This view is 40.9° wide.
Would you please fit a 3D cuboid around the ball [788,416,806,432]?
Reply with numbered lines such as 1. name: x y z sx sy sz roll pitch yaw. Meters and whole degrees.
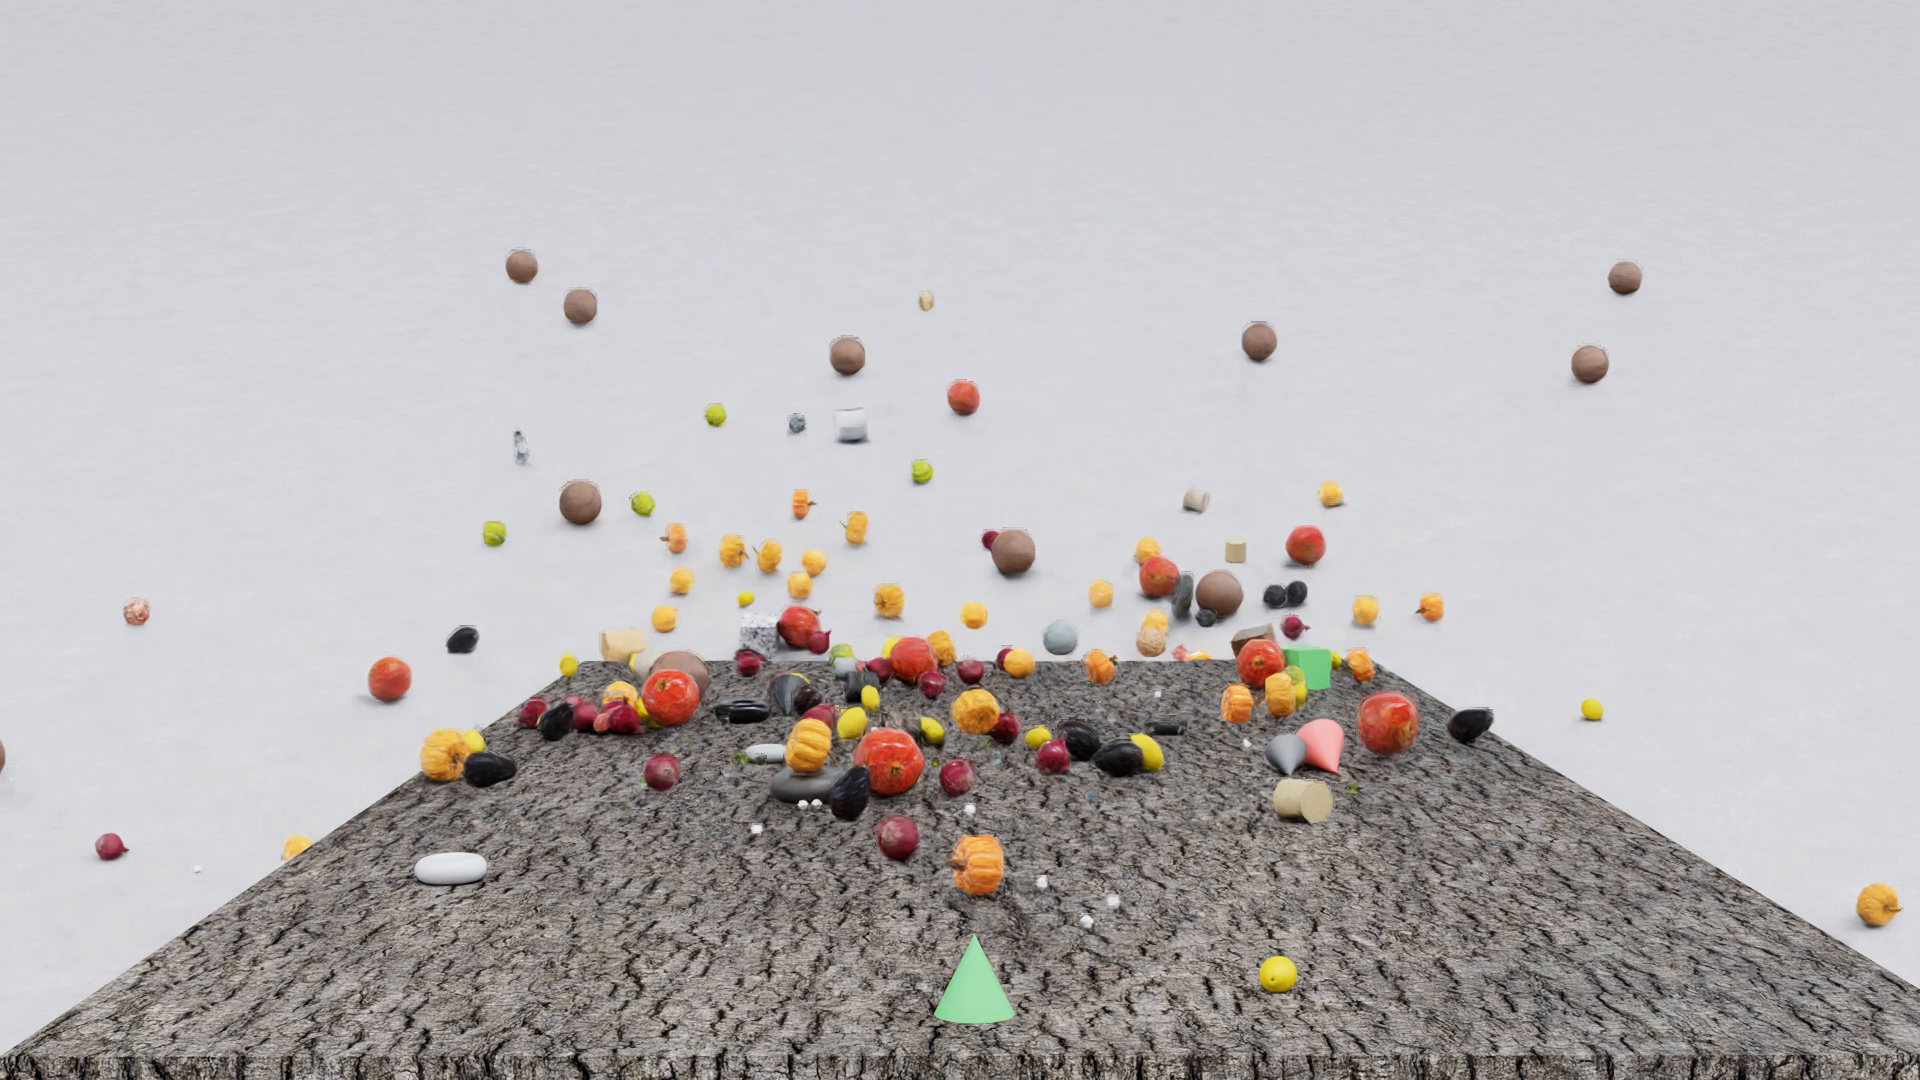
1. ball: -0.534 -0.378 8.421 0.055 0.055 0.055 0 22 0

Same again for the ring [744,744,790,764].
1. ring: -0.349 0.387 4.656 0.083 0.028 0.083 -1 4 0

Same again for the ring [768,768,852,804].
1. ring: -0.244 0.401 4.204 0.138 0.046 0.138 -1 4 0

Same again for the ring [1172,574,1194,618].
1. ring: 0.605 0.153 6.987 0.042 0.125 0.125 12 22 -3

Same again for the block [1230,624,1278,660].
1. block: 0.768 0.283 6.675 0.091 0.091 0.091 -13 12 23

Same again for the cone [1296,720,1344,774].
1. cone: 0.647 0.384 4.536 0.098 0.098 0.098 -5 31 -12

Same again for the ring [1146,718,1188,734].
1. ring: 0.407 0.366 5.059 0.084 0.028 0.084 -1 2 0

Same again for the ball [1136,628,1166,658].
1. ball: 0.491 0.264 6.608 0.079 0.079 0.079 0 22 0

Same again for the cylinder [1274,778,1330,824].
1. cylinder: 0.529 0.403 3.976 0.063 0.063 0.063 -16 12 -35

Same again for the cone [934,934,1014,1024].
1. cone: 0.015 0.457 2.708 0.085 0.085 0.085 0 3 0

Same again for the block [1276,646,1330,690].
1. block: 0.786 0.293 5.893 0.089 0.089 0.089 -2 3 -29

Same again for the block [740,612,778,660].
1. block: -0.529 0.253 6.790 0.093 0.093 0.093 0 22 1

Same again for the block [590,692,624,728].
1. block: -0.710 0.342 5.178 0.065 0.065 0.065 0 3 -6

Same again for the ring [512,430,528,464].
1. ring: -1.392 -0.294 8.139 0.036 0.109 0.109 -7 23 -20

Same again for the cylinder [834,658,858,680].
1. cylinder: -0.268 0.303 6.060 0.051 0.051 0.051 -5 21 8

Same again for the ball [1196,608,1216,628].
1. ball: 0.664 0.211 6.951 0.052 0.052 0.052 0 22 0

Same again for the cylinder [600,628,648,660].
1. cylinder: -0.876 0.283 6.706 0.098 0.098 0.098 -7 23 -22

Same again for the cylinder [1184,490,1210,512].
1. cylinder: 0.713 -0.118 7.764 0.060 0.060 0.060 11 24 25

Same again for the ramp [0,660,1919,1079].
1. ramp: 0.050 0.457 4.533 2.000 0.100 4.000 0 3 0

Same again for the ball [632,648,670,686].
1. ball: -0.712 0.293 5.941 0.086 0.086 0.086 0 22 0

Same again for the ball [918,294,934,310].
1. ball: -0.127 -0.898 9.713 0.063 0.063 0.063 0 22 0

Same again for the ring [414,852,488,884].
1. ring: -0.689 0.445 3.480 0.097 0.032 0.097 -1 3 0

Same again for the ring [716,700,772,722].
1. ring: -0.444 0.351 5.271 0.117 0.039 0.117 -1 4 0

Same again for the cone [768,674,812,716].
1. cone: -0.359 0.344 5.375 0.092 0.092 0.092 0 29 0

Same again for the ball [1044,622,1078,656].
1. ball: 0.234 0.231 5.993 0.080 0.080 0.080 0 22 0

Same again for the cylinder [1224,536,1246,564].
1. cylinder: 0.793 0.028 7.397 0.060 0.060 0.060 0 22 0

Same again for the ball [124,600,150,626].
1. ball: -2.228 0.197 6.961 0.070 0.070 0.070 0 22 0
